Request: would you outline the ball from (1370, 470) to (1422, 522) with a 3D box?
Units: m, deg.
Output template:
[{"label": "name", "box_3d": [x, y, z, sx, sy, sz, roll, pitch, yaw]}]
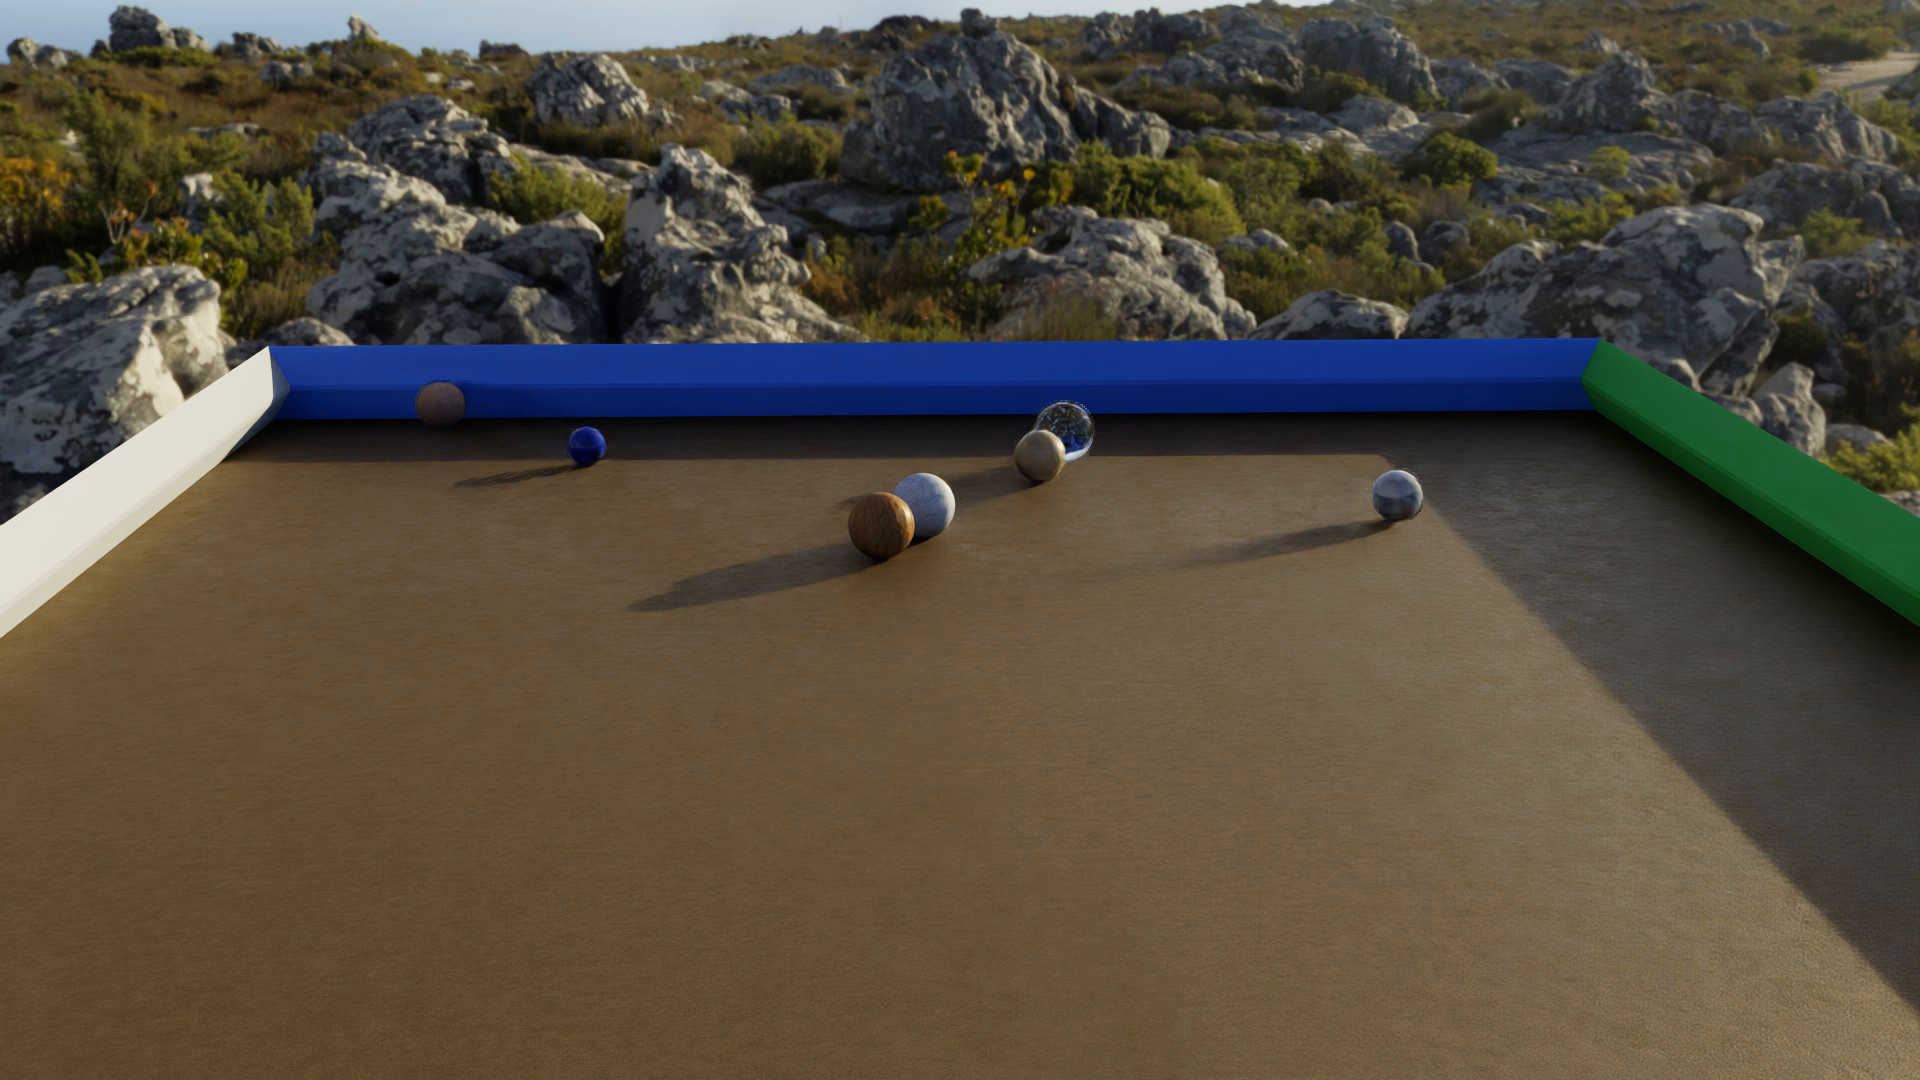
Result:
[{"label": "ball", "box_3d": [0.609, -0.062, 3.066, 0.071, 0.071, 0.071, 0, 15, 0]}]

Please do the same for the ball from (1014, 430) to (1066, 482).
[{"label": "ball", "box_3d": [0.120, -0.126, 3.288, 0.077, 0.077, 0.077, 0, 15, 0]}]

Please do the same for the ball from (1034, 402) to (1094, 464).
[{"label": "ball", "box_3d": [0.160, -0.166, 3.397, 0.095, 0.095, 0.095, 0, 15, 0]}]

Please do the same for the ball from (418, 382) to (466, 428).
[{"label": "ball", "box_3d": [-0.857, -0.223, 3.637, 0.078, 0.078, 0.078, 0, 15, 0]}]

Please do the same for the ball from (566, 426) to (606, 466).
[{"label": "ball", "box_3d": [-0.575, -0.145, 3.386, 0.060, 0.060, 0.060, 0, 15, 0]}]

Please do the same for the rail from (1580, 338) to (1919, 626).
[{"label": "rail", "box_3d": [1.137, 0.221, 1.939, 0.045, 0.123, 3.805, -1, 15, -2]}]

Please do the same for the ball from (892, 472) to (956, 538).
[{"label": "ball", "box_3d": [-0.051, -0.046, 2.975, 0.089, 0.089, 0.089, 0, 15, 0]}]

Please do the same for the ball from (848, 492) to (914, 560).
[{"label": "ball", "box_3d": [-0.103, -0.019, 2.879, 0.088, 0.088, 0.088, 0, 15, 0]}]

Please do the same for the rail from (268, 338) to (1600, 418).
[{"label": "rail", "box_3d": [-0.032, -0.269, 3.713, 2.258, 0.123, 0.045, -1, 15, -2]}]

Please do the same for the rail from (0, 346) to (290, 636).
[{"label": "rail", "box_3d": [-1.073, 0.241, 1.867, 0.045, 0.123, 3.805, -1, 15, -2]}]
